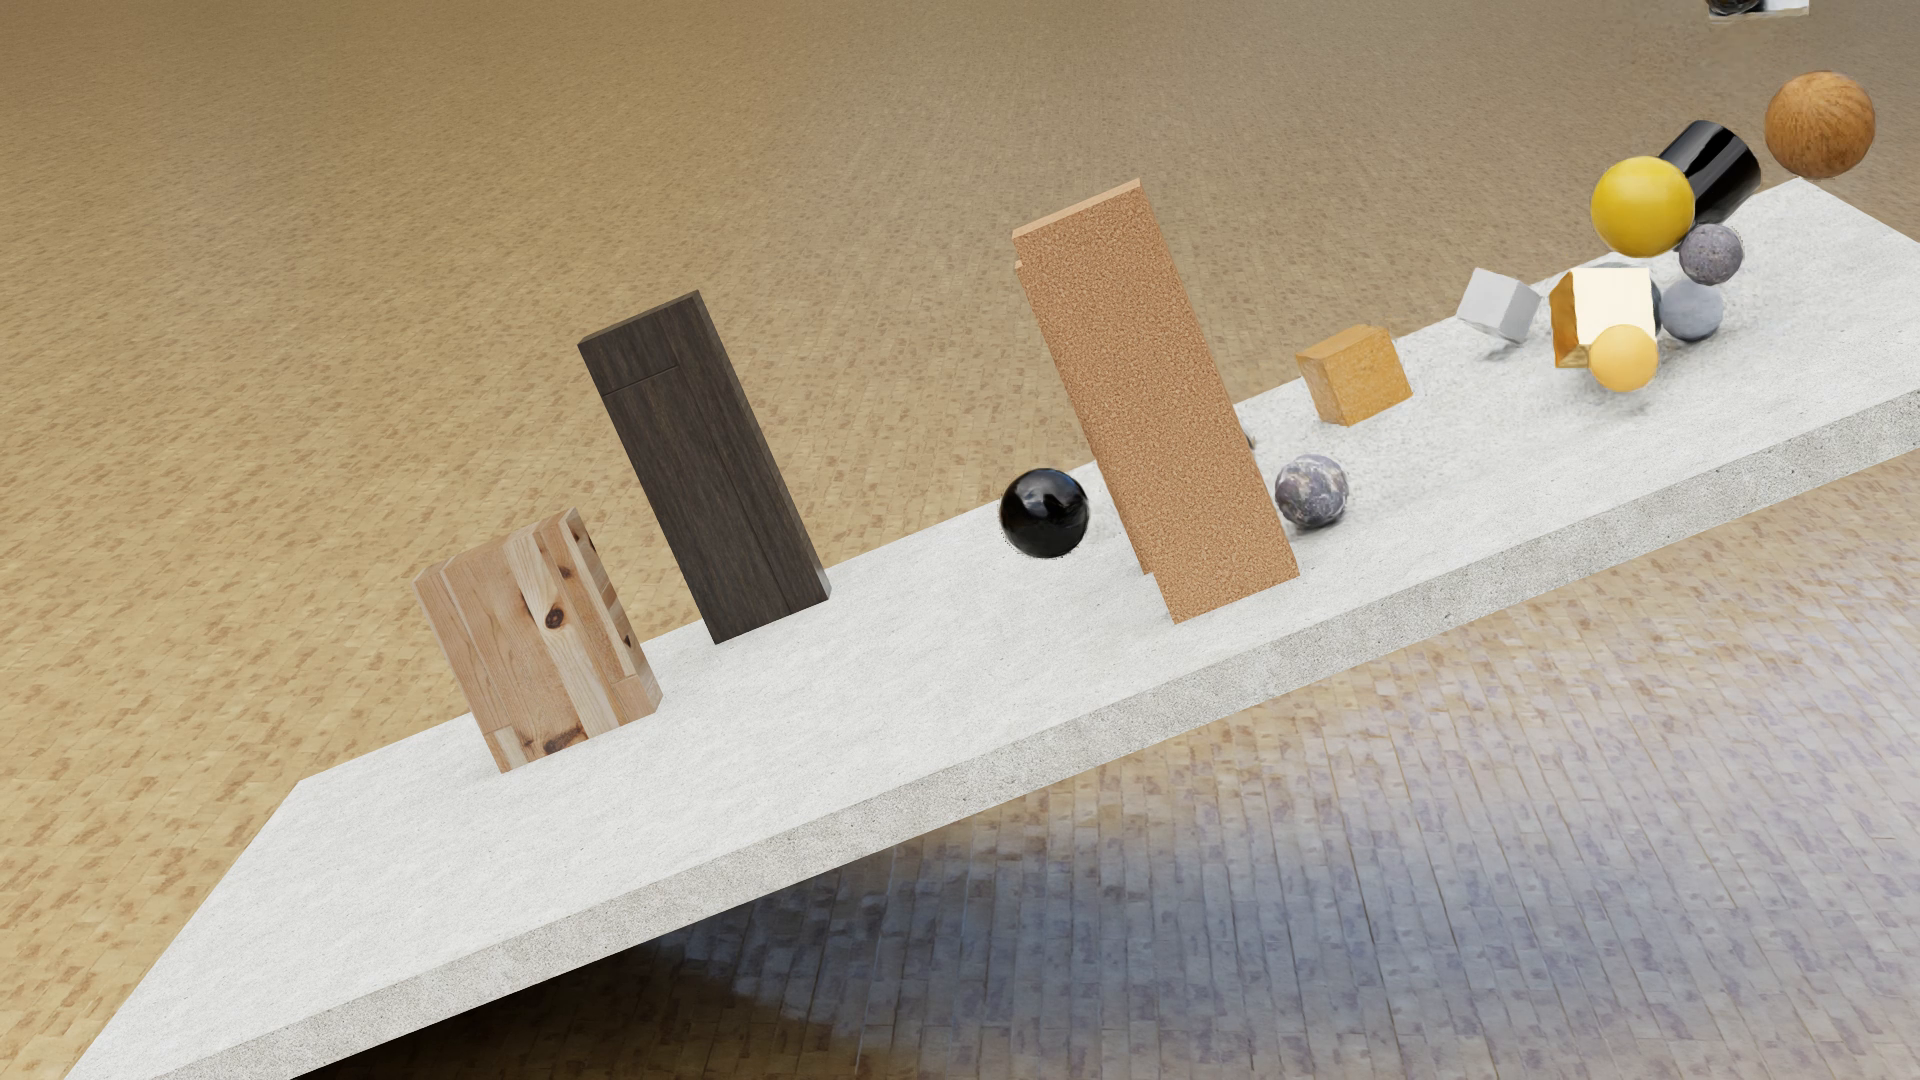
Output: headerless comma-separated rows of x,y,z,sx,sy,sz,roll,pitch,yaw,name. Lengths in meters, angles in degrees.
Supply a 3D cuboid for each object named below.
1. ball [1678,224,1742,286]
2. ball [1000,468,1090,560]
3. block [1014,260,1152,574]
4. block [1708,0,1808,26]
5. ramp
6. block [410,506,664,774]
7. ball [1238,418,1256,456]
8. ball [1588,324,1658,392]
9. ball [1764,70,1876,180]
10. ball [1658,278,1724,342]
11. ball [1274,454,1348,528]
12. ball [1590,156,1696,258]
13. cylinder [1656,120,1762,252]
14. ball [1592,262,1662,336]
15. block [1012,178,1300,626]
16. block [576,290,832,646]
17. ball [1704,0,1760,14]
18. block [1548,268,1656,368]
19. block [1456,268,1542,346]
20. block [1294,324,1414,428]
1.476,-0.562,5.785,0.123,0.123,0.123,0,14,0,ball
0.186,-0.058,6.440,0.200,0.200,0.200,0,14,0,ball
0.367,-0.295,5.970,0.264,0.684,0.097,-22,12,8,block
1.652,-1.187,6.106,0.197,0.197,0.197,-4,4,16,block
0.128,0.172,6.287,4.000,0.100,2.000,-22,12,8,ramp
-0.957,0.228,6.670,0.387,0.484,0.131,-22,12,8,block
0.584,-0.206,6.479,0.137,0.137,0.137,0,14,0,ball
1.271,-0.349,5.635,0.131,0.131,0.131,0,14,0,ball
1.662,-0.802,5.685,0.209,0.209,0.209,0,14,0,ball
1.478,-0.465,5.943,0.129,0.129,0.129,0,14,0,ball
0.694,-0.097,5.803,0.146,0.146,0.146,0,14,0,ball
1.353,-0.659,5.828,0.203,0.203,0.203,0,14,0,ball
1.584,-0.762,6.353,0.204,0.204,0.204,-43,31,-16,cylinder
1.341,-0.469,6.040,0.203,0.203,0.203,0,14,0,ball
0.371,-0.257,5.536,0.255,0.799,0.116,-22,12,8,block
-0.600,-0.169,6.969,0.297,0.789,0.103,-22,12,8,block
1.519,-1.098,5.781,0.129,0.129,0.129,0,14,0,ball
1.274,-0.441,5.840,0.156,0.156,0.156,-1,-14,-6,block
1.193,-0.517,6.509,0.116,0.116,0.116,23,0,40,block
0.877,-0.367,6.553,0.165,0.165,0.165,-26,13,-10,block
